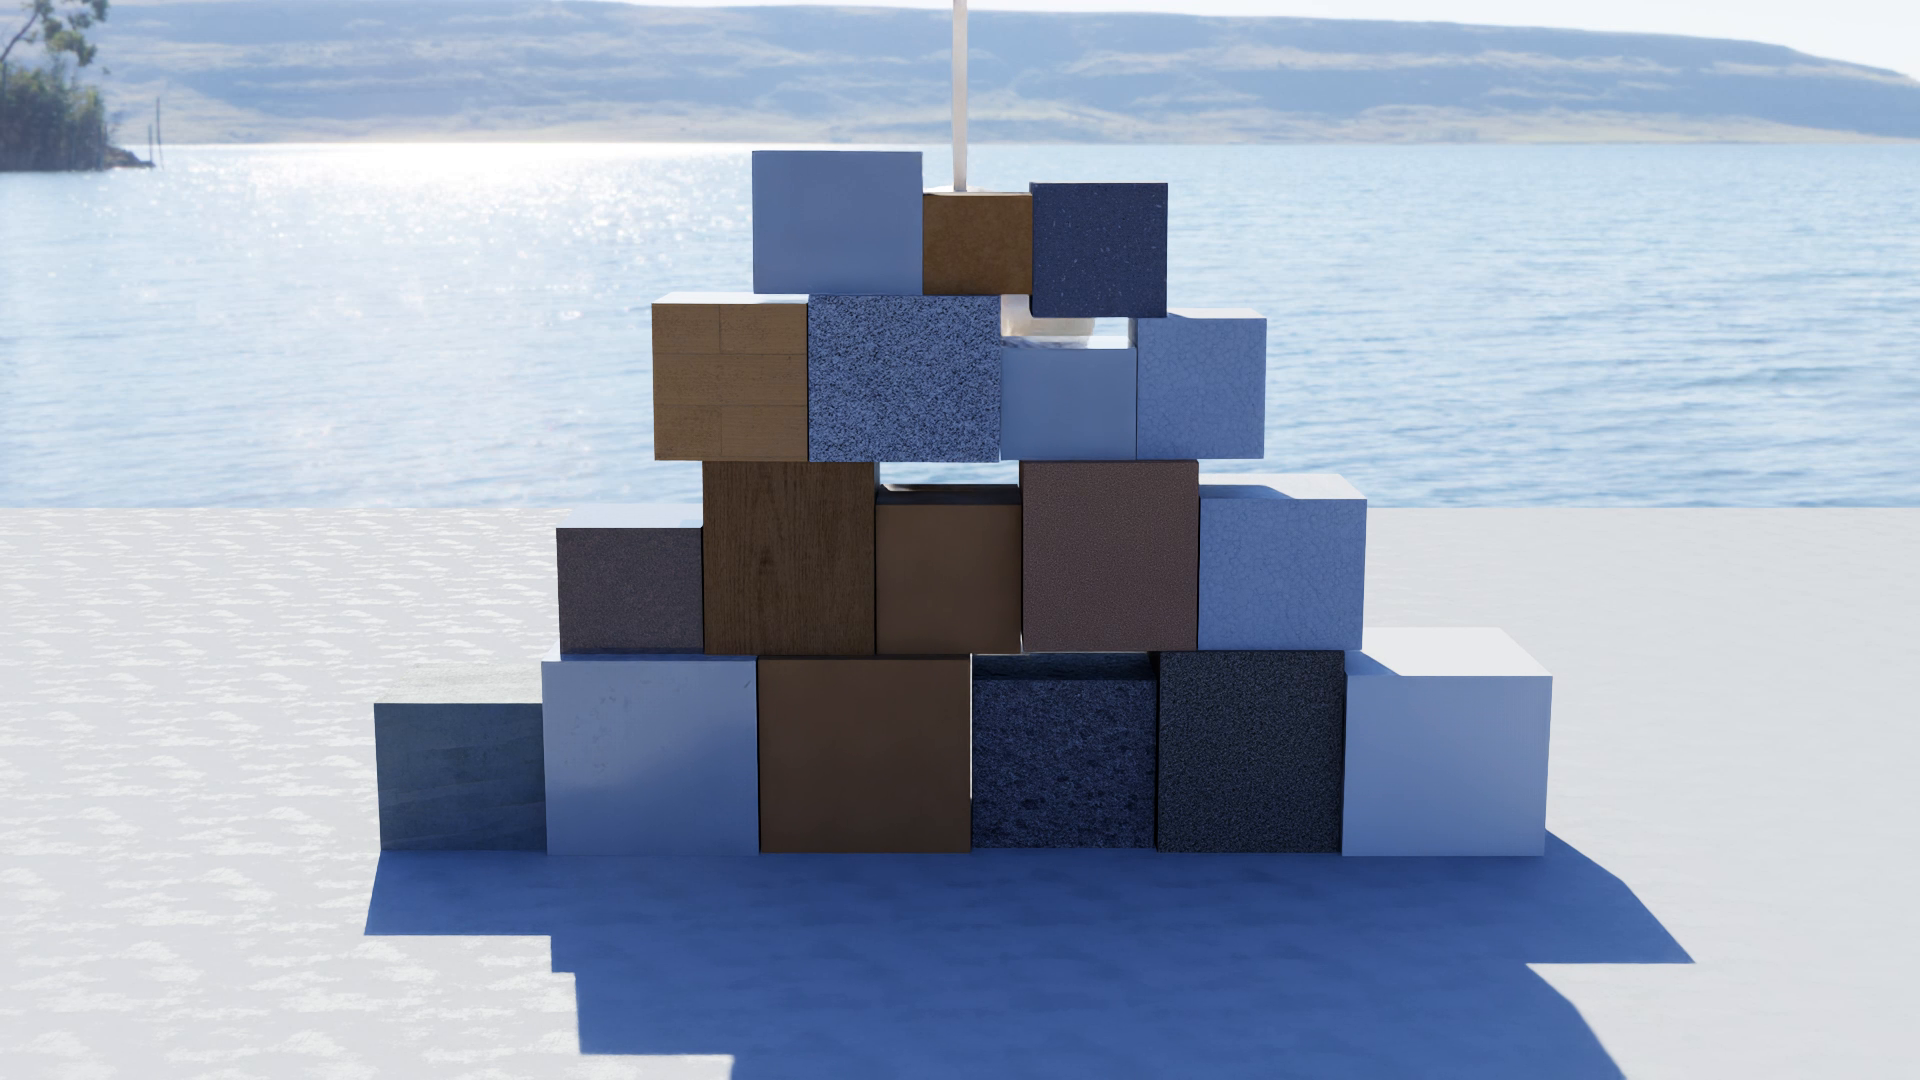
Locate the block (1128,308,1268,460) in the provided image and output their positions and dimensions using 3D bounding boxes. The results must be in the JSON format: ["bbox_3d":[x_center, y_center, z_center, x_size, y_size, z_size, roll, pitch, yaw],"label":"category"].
[{"bbox_3d":[1.176,-0.793,11.027,0.624,0.691,0.645,0,10,0],"label":"block"}]

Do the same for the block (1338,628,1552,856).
[{"bbox_3d":[2.401,1.020,11.380,1.003,0.921,1.083,0,10,0],"label":"block"}]

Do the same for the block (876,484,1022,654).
[{"bbox_3d":[-0.056,0.136,11.190,0.716,0.749,0.678,0,10,0],"label":"block"}]

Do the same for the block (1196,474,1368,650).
[{"bbox_3d":[1.579,0.098,11.179,0.810,0.756,0.819,0,10,0],"label":"block"}]

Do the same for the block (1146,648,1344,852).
[{"bbox_3d":[1.437,0.973,11.343,0.904,1.026,0.930,0,10,0],"label":"block"}]

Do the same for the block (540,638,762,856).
[{"bbox_3d":[-1.526,0.985,11.373,1.050,0.993,1.067,0,10,0],"label":"block"}]

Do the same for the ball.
[{"bbox_3d":[0.000,-1.297,13.053,1.600,1.600,1.600,0,10,0],"label":"ball"}]

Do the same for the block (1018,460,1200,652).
[{"bbox_3d":[0.736,0.008,11.177,0.851,0.935,0.885,0,10,0],"label":"block"}]

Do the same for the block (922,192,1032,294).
[{"bbox_3d":[0.086,-1.475,10.899,0.528,0.476,0.576,0,10,0],"label":"block"}]

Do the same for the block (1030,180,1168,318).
[{"bbox_3d":[0.677,-1.450,10.913,0.652,0.647,0.556,0,10,0],"label":"block"}]

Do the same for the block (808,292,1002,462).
[{"bbox_3d":[-0.268,-0.850,11.041,0.925,0.805,0.853,0,10,0],"label":"block"}]

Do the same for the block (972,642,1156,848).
[{"bbox_3d":[0.519,1.047,11.383,0.913,0.867,0.837,0,10,0],"label":"block"}]

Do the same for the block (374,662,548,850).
[{"bbox_3d":[-2.482,1.105,11.363,0.841,0.761,0.846,0,10,0],"label":"block"}]

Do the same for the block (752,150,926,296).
[{"bbox_3d":[-0.588,-1.582,10.896,0.818,0.684,0.679,0,10,0],"label":"block"}]

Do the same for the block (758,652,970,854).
[{"bbox_3d":[-0.469,0.989,11.357,1.044,0.990,0.966,0,10,0],"label":"block"}]

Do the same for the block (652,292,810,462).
[{"bbox_3d":[-1.113,-0.832,11.026,0.745,0.766,0.800,0,10,0],"label":"block"}]

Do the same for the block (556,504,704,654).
[{"bbox_3d":[-1.628,0.188,11.203,0.712,0.637,0.724,0,10,0],"label":"block"}]

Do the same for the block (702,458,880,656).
[{"bbox_3d":[-0.840,0.021,11.197,0.838,0.970,0.809,0,10,0],"label":"block"}]

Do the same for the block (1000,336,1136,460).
[{"bbox_3d":[0.528,-0.721,11.049,0.662,0.547,0.689,0,10,0],"label":"block"}]

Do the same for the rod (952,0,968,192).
[{"bbox_3d":[0.000,-4.225,11.326,0.080,5.200,0.080,0,31,0],"label":"rod"}]
